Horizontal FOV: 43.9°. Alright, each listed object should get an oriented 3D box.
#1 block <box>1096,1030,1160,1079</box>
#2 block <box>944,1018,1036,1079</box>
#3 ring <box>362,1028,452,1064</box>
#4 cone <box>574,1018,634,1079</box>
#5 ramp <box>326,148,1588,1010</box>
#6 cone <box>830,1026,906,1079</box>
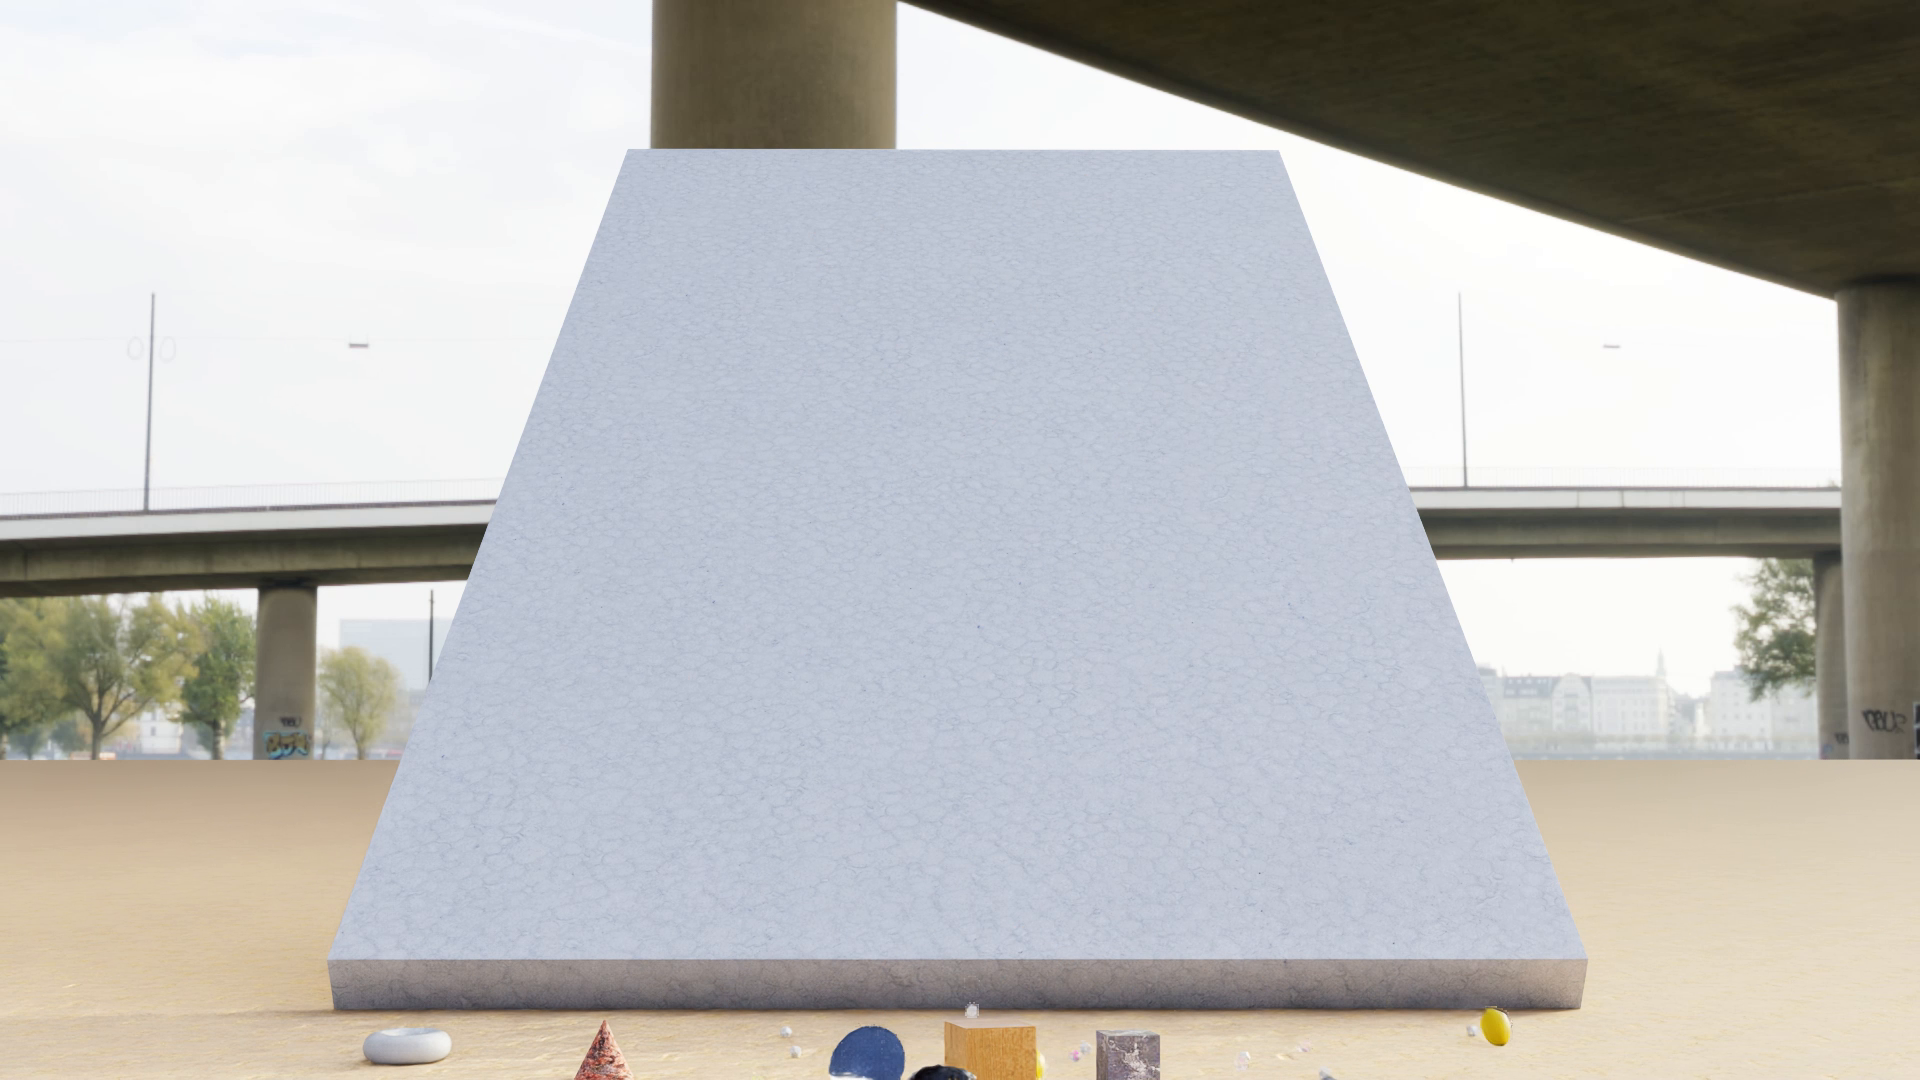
[{"bbox_3d":[0.207,0.641,2.941,0.065,0.065,0.065,1,-5,-10],"label":"block"},{"bbox_3d":[0.035,0.622,2.849,0.087,0.087,0.087,2,-5,-17],"label":"block"},{"bbox_3d":[-0.739,0.677,3.185,0.116,0.039,0.116,-1,-4,0],"label":"ring"},{"bbox_3d":[-0.448,0.641,3.004,0.076,0.076,0.076,0,-5,0],"label":"cone"},{"bbox_3d":[-0.011,-0.224,5.570,2.000,0.100,4.000,0,28,0],"label":"ramp"},{"bbox_3d":[-0.096,0.645,2.855,0.095,0.095,0.095,-2,-32,18],"label":"cone"}]
